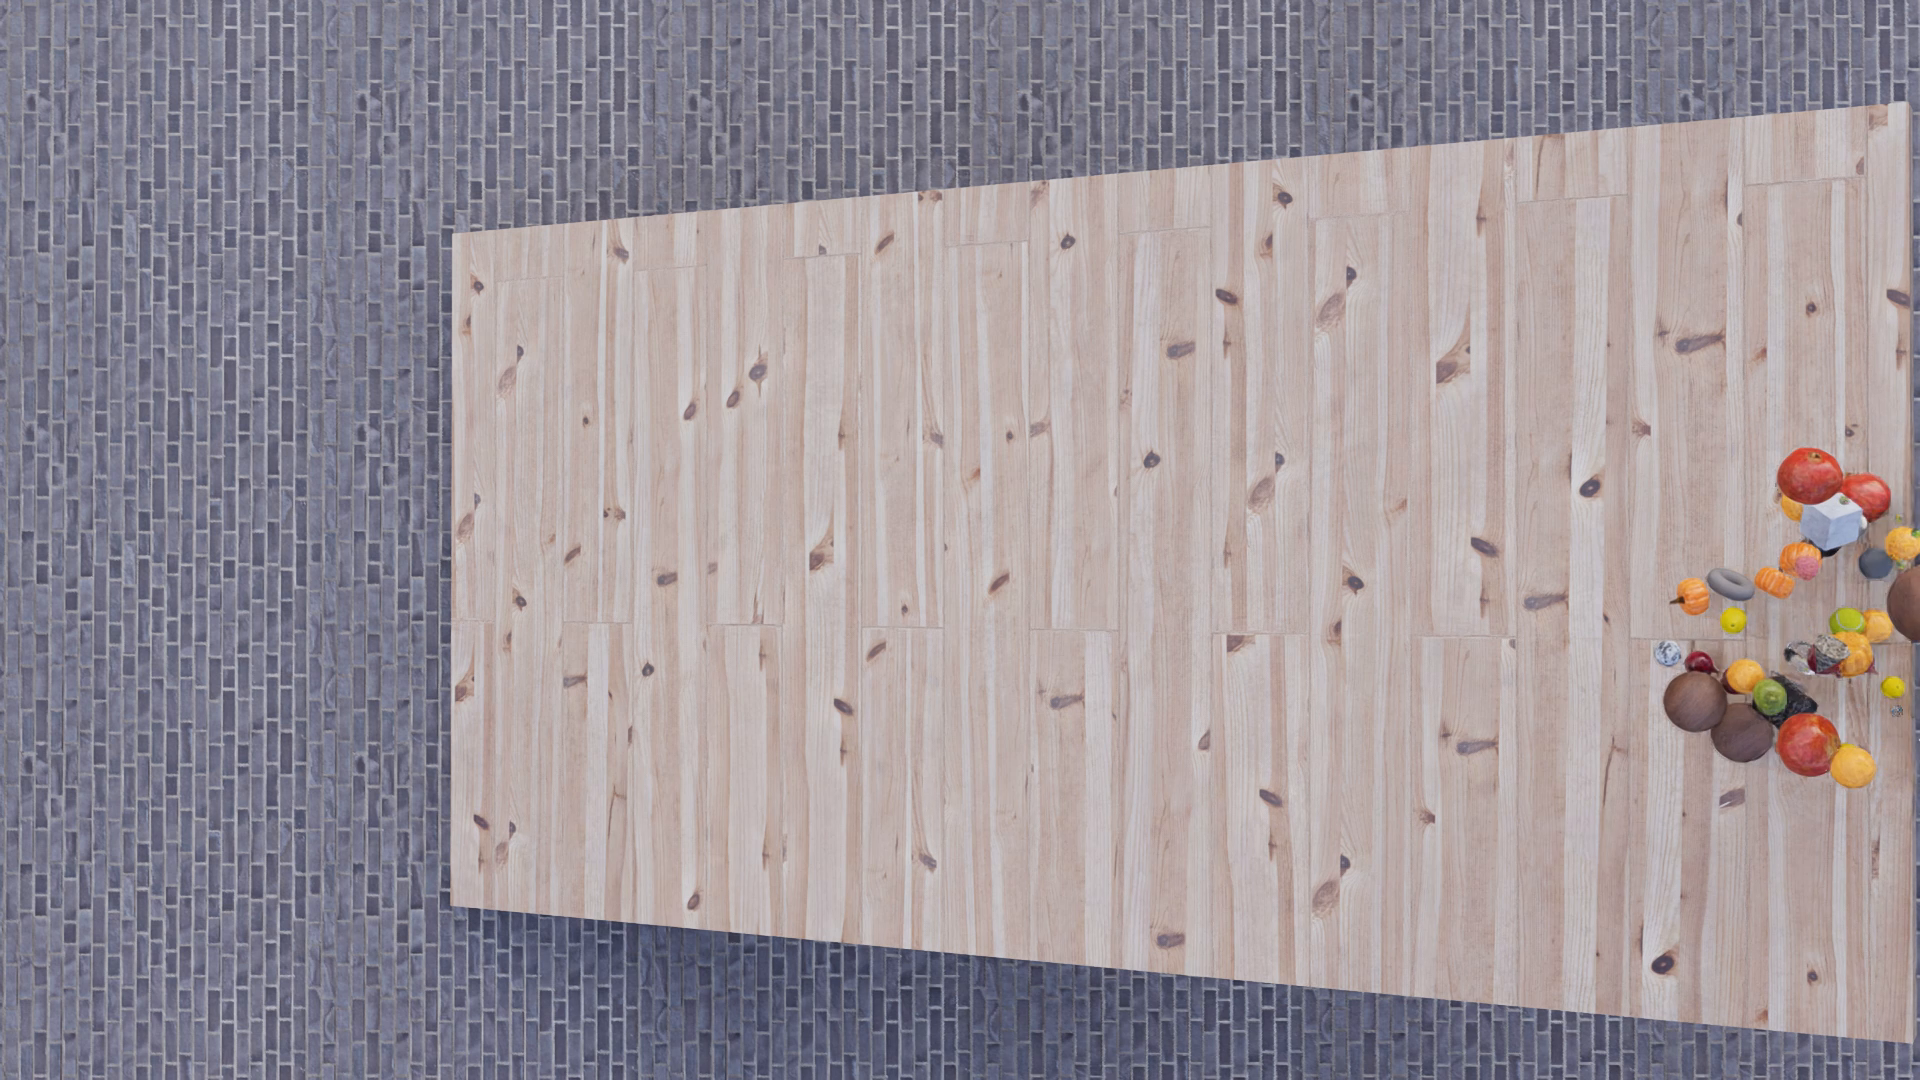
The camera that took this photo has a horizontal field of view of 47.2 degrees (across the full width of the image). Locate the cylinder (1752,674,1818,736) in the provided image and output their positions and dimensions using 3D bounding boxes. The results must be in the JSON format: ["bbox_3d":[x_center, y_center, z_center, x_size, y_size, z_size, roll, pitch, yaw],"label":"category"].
[{"bbox_3d":[1.696,0.340,4.521,0.090,0.090,0.090,40,90,-1],"label":"cylinder"}]

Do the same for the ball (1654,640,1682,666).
[{"bbox_3d":[1.493,0.239,4.638,0.055,0.055,0.055,0,89,0],"label":"ball"}]

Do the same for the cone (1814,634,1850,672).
[{"bbox_3d":[1.524,0.212,3.876,0.064,0.064,0.064,13,128,0],"label":"cone"}]

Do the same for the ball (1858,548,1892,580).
[{"bbox_3d":[1.945,0.050,4.672,0.068,0.068,0.068,0,89,0],"label":"ball"}]

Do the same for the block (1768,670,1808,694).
[{"bbox_3d":[1.749,0.324,4.669,0.064,0.064,0.064,27,93,37],"label":"block"}]

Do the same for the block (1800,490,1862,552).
[{"bbox_3d":[1.713,-0.039,4.327,0.076,0.076,0.076,-16,127,-15],"label":"block"}]

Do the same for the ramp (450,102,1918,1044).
[{"bbox_3d":[0.276,0.078,5.652,4.000,0.100,2.000,0,89,28],"label":"ramp"}]

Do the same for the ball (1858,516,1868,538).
[{"bbox_3d":[1.774,-0.029,4.364,0.050,0.050,0.050,0,89,0],"label":"ball"}]
